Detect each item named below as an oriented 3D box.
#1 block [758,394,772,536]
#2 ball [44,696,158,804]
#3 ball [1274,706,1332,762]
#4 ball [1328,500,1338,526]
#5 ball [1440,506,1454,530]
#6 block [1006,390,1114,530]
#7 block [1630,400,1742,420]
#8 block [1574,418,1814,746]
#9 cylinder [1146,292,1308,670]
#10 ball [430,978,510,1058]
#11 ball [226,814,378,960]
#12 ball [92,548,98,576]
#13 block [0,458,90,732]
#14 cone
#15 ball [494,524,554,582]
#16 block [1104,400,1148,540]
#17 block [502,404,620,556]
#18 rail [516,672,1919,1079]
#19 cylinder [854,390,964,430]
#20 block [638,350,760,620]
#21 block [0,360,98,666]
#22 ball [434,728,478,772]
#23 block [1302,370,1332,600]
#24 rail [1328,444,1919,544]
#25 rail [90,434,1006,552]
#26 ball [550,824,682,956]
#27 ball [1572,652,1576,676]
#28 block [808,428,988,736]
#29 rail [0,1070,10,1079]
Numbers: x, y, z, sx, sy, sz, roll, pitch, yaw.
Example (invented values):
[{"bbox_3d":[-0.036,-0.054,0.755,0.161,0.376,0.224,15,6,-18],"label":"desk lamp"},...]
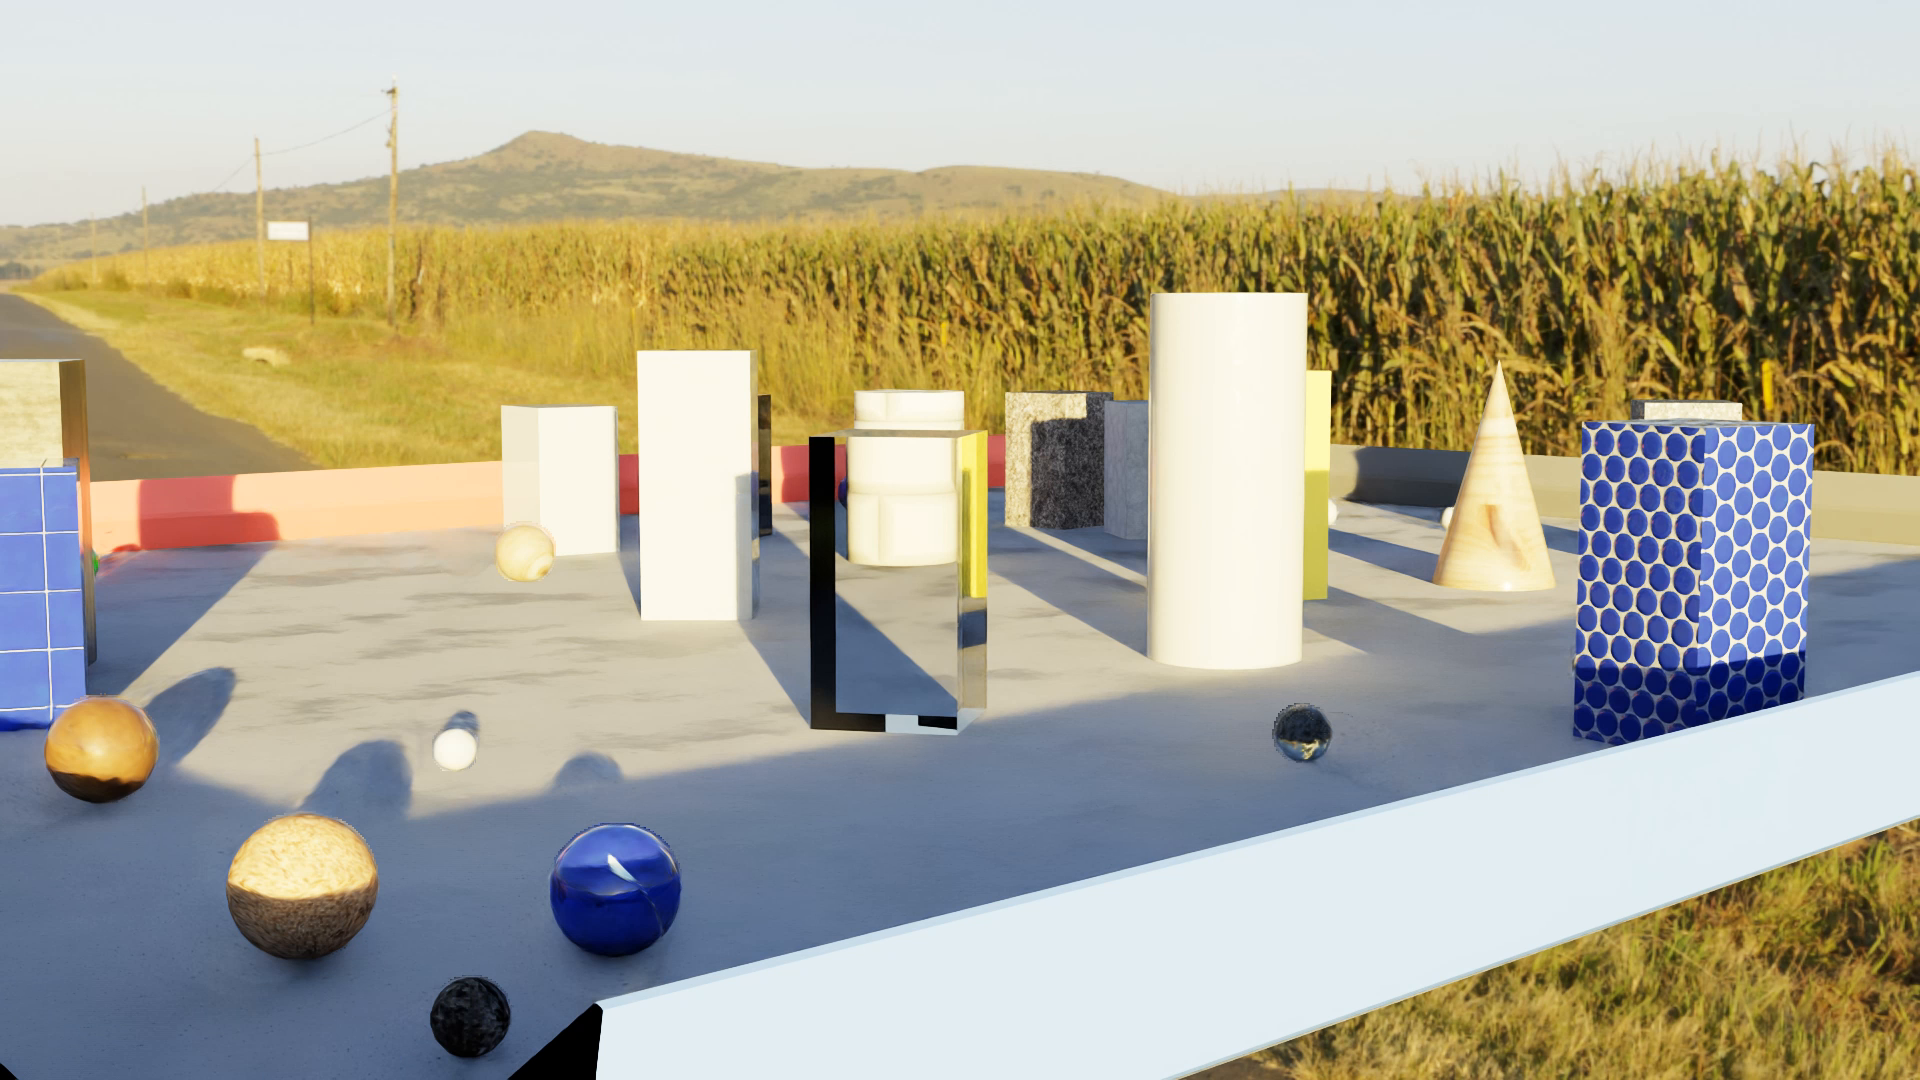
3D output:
[{"bbox_3d":[-0.479,-0.146,4.341,0.160,0.280,0.160,2,6,21],"label":"block"},{"bbox_3d":[-0.779,0.190,1.997,0.097,0.097,0.097,0,6,0],"label":"ball"},{"bbox_3d":[0.340,0.192,2.177,0.056,0.056,0.056,0,6,0],"label":"ball"},{"bbox_3d":[0.752,-0.056,4.552,0.058,0.058,0.058,0,6,0],"label":"ball"},{"bbox_3d":[0.999,-0.042,4.451,0.052,0.052,0.052,0,6,0],"label":"ball"},{"bbox_3d":[0.207,-0.170,4.593,0.160,0.277,0.160,5,8,41],"label":"block"},{"bbox_3d":[1.268,-0.099,3.859,0.160,0.288,0.160,1,6,8],"label":"block"},{"bbox_3d":[0.755,0.044,2.269,0.160,0.331,0.160,-4,7,-30],"label":"block"},{"bbox_3d":[0.341,-0.081,2.818,0.200,0.467,0.200,0,6,0],"label":"cylinder"},{"bbox_3d":[-0.293,0.286,1.317,0.047,0.047,0.047,0,6,0],"label":"ball"},{"bbox_3d":[-0.453,0.239,1.515,0.100,0.100,0.100,0,6,0],"label":"ball"},{"bbox_3d":[-1.438,0.037,3.566,0.078,0.078,0.078,0,6,0],"label":"ball"},{"bbox_3d":[-1.043,0.056,2.400,0.160,0.280,0.160,-2,6,-20],"label":"block"},{"bbox_3d":[0.876,-0.111,3.591,0.200,0.366,0.200,0,6,0],"label":"cone"},{"bbox_3d":[-0.716,0.022,3.619,0.097,0.097,0.097,0,6,0],"label":"ball"},{"bbox_3d":[0.387,-0.143,4.387,0.160,0.265,0.160,-1,6,-12],"label":"block"},{"bbox_3d":[-0.744,-0.115,4.096,0.160,0.270,0.160,-4,7,-36],"label":"block"},{"bbox_3d":[1.075,0.154,2.173,3.859,0.130,0.045,-5,8,-42],"label":"rail"},{"bbox_3d":[-0.092,-0.120,3.996,0.200,0.300,0.200,0,6,0],"label":"cylinder"},{"bbox_3d":[-0.382,-0.085,3.240,0.160,0.388,0.160,0,6,-1],"label":"block"},{"bbox_3d":[-1.170,-0.028,2.707,0.160,0.384,0.160,-1,6,-11],"label":"block"},{"bbox_3d":[-0.490,0.204,2.136,0.042,0.042,0.042,0,6,0],"label":"ball"},{"bbox_3d":[0.463,-0.088,3.435,0.160,0.353,0.160,-3,7,-27],"label":"block"},{"bbox_3d":[1.401,-0.100,4.617,0.045,0.130,3.216,-5,8,-42],"label":"rail"},{"bbox_3d":[-1.075,-0.087,4.490,3.859,0.130,0.045,-5,8,-42],"label":"rail"},{"bbox_3d":[-0.238,0.243,1.523,0.091,0.091,0.091,0,6,0],"label":"ball"},{"bbox_3d":[0.741,0.146,2.520,0.077,0.077,0.077,0,6,0],"label":"ball"},{"bbox_3d":[-0.064,0.040,2.394,0.160,0.313,0.160,1,6,12],"label":"block"},{"bbox_3d":[-1.401,0.168,2.046,0.045,0.130,3.216,-5,8,-42],"label":"rail"}]
